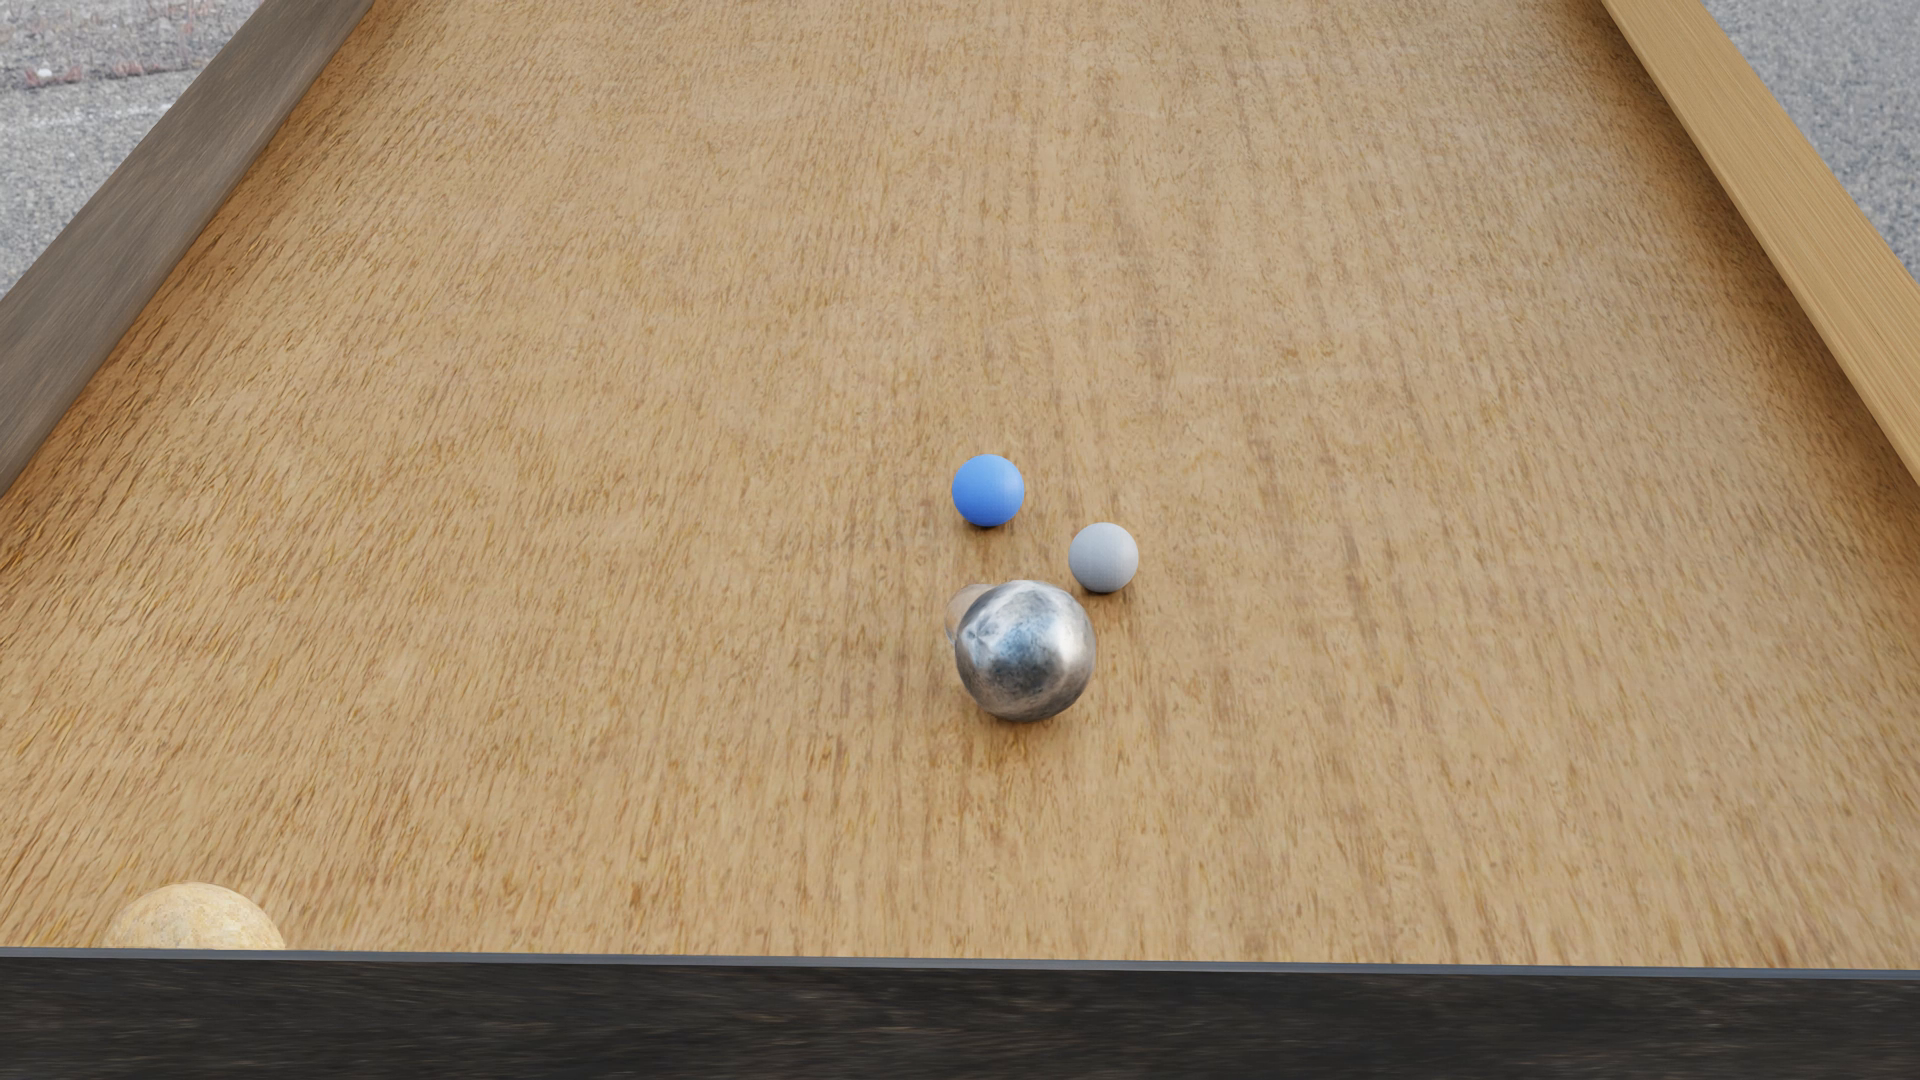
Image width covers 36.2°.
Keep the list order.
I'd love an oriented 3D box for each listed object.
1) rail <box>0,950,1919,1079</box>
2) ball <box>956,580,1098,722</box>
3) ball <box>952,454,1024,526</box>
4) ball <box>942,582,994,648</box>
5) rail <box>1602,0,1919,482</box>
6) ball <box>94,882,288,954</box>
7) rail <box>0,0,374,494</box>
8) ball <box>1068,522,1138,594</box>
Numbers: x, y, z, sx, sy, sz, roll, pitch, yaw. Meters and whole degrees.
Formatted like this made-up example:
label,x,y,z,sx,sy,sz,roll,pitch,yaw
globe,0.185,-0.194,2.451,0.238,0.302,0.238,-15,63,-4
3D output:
label,x,y,z,sx,sy,sz,roll,pitch,yaw
rail,-0.013,0.236,1.366,1.357,0.125,0.045,1,26,1
ball,0.040,0.066,1.767,0.086,0.086,0.086,0,26,0
ball,0.019,-0.034,2.017,0.050,0.050,0.050,0,26,0
ball,0.013,0.050,1.845,0.047,0.047,0.047,0,26,0
rail,0.668,-0.303,2.488,0.045,0.125,2.566,1,26,1
ball,-0.377,0.216,1.442,0.096,0.096,0.096,0,26,0
rail,-0.641,-0.315,2.514,0.045,0.125,2.566,1,26,1
ball,0.094,0.012,1.926,0.046,0.046,0.046,0,26,0
